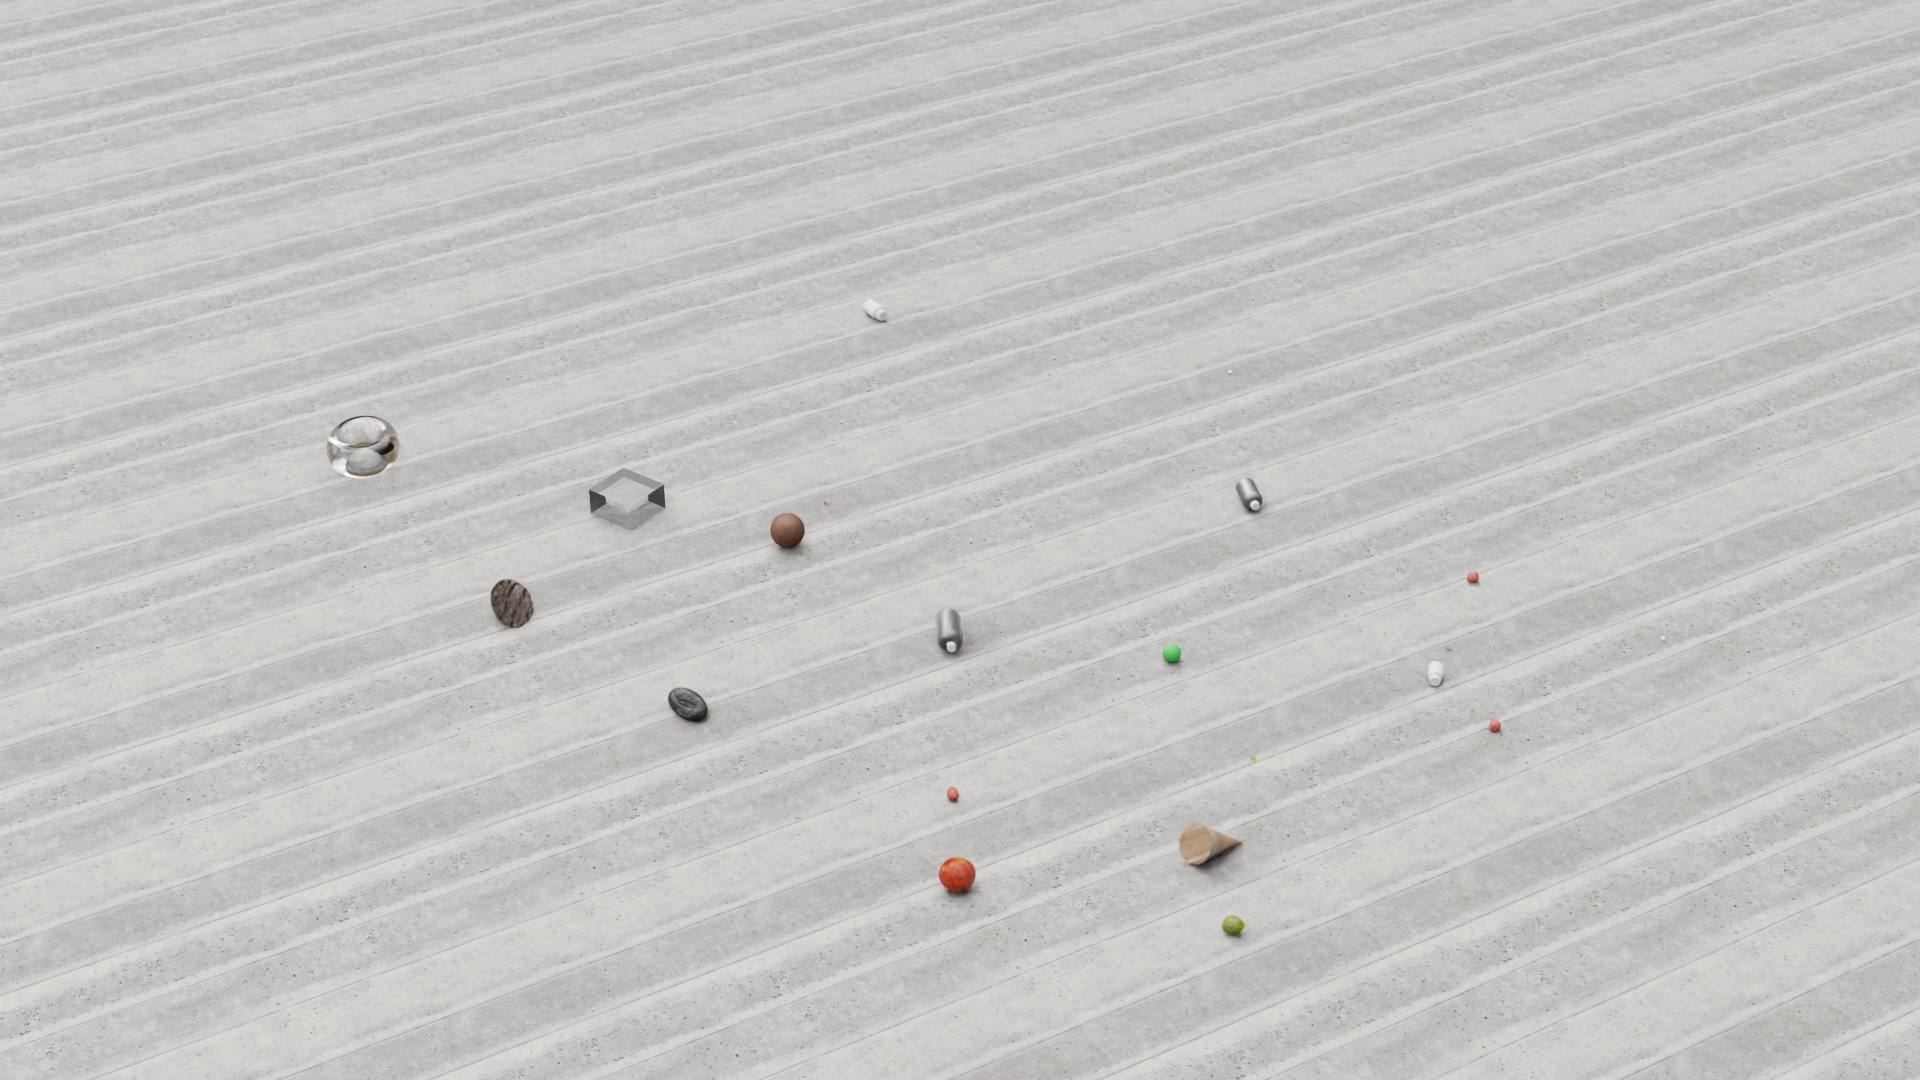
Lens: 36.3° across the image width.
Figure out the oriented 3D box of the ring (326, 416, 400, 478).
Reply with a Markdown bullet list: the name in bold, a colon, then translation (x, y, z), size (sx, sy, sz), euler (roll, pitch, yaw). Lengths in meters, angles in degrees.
- **ring**: translation (-2.317, -0.362, 11.380), size (0.282, 0.128, 0.355), euler (-1, 32, -5)

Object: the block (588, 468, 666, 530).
- **block**: translation (-1.257, -0.155, 11.083), size (0.204, 0.107, 0.195), euler (22, 39, 29)

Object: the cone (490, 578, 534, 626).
- **cone**: translation (-1.633, 0.241, 10.518), size (0.097, 0.178, 0.185), euler (-30, 29, 43)

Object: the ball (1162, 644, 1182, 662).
- **ball**: translation (0.743, 0.396, 10.285), size (0.065, 0.065, 0.065), euler (0, 33, 0)

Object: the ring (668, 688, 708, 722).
- **ring**: translation (-0.933, 0.563, 10.046), size (0.110, 0.050, 0.184), euler (-24, 41, -30)

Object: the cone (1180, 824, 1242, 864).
- **cone**: translation (0.832, 0.972, 9.407), size (0.201, 0.161, 0.130), euler (2, 72, -36)
